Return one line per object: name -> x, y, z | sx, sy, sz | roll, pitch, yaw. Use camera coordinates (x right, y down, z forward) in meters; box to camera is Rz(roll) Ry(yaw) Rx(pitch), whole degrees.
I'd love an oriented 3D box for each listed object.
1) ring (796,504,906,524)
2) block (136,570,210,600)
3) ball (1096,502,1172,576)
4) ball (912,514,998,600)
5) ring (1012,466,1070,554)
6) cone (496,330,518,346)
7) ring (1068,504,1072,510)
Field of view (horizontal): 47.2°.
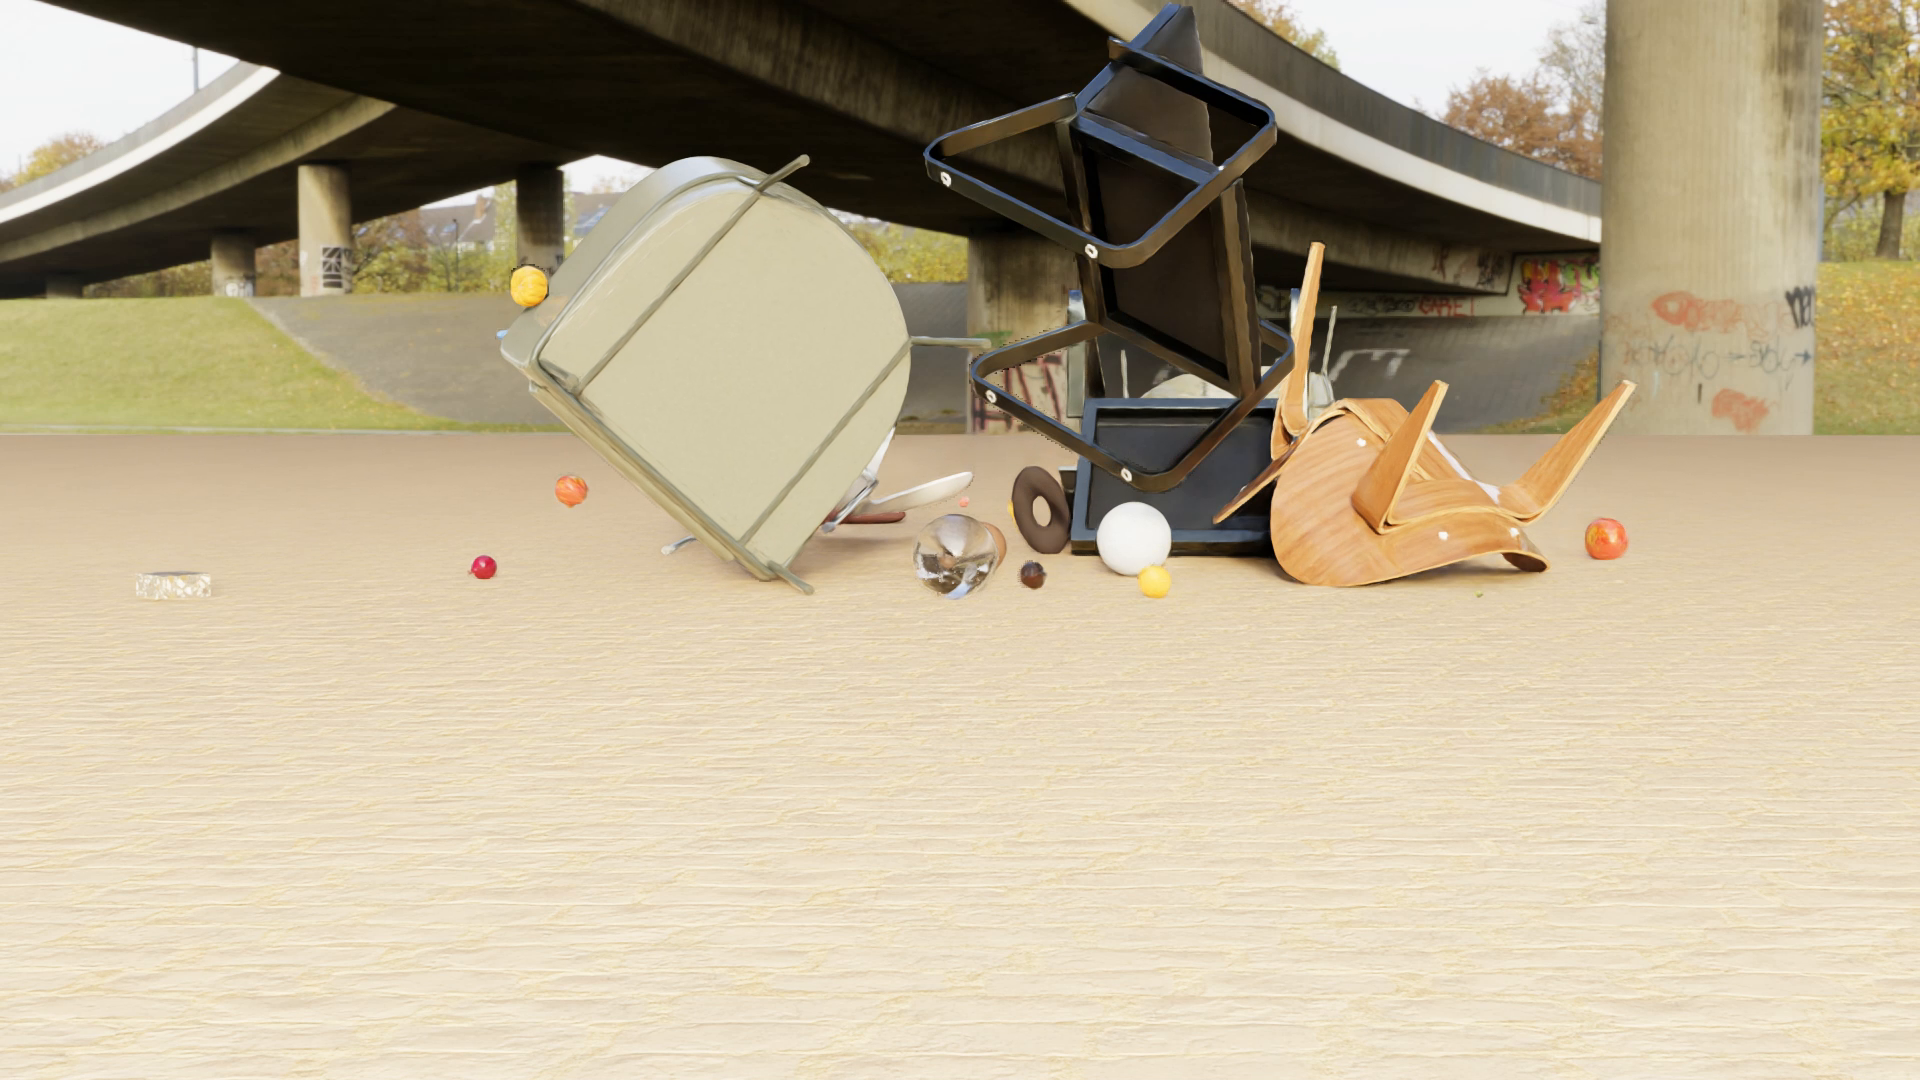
ring -> -0.368, -0.087, 7.392 | 0.370, 0.059, 0.217 | 1, 3, 0
block -> -1.709, 0.097, 4.776 | 0.119, 0.049, 0.109 | 4, 5, 43
ball -> 0.417, -0.002, 5.268 | 0.179, 0.179, 0.179 | 0, 4, 0
ball -> -0.010, 0.036, 4.683 | 0.184, 0.184, 0.184 | 0, 4, 0
ring -> 0.219, -0.077, 5.917 | 0.152, 0.285, 0.040 | -27, 30, -10
cone -> -1.553, -0.691, 7.454 | 0.085, 0.049, 0.086 | 32, 5, 16
ring -> 0.384, -0.125, 8.223 | 0.068, 0.021, 0.061 | 0, 5, -15
